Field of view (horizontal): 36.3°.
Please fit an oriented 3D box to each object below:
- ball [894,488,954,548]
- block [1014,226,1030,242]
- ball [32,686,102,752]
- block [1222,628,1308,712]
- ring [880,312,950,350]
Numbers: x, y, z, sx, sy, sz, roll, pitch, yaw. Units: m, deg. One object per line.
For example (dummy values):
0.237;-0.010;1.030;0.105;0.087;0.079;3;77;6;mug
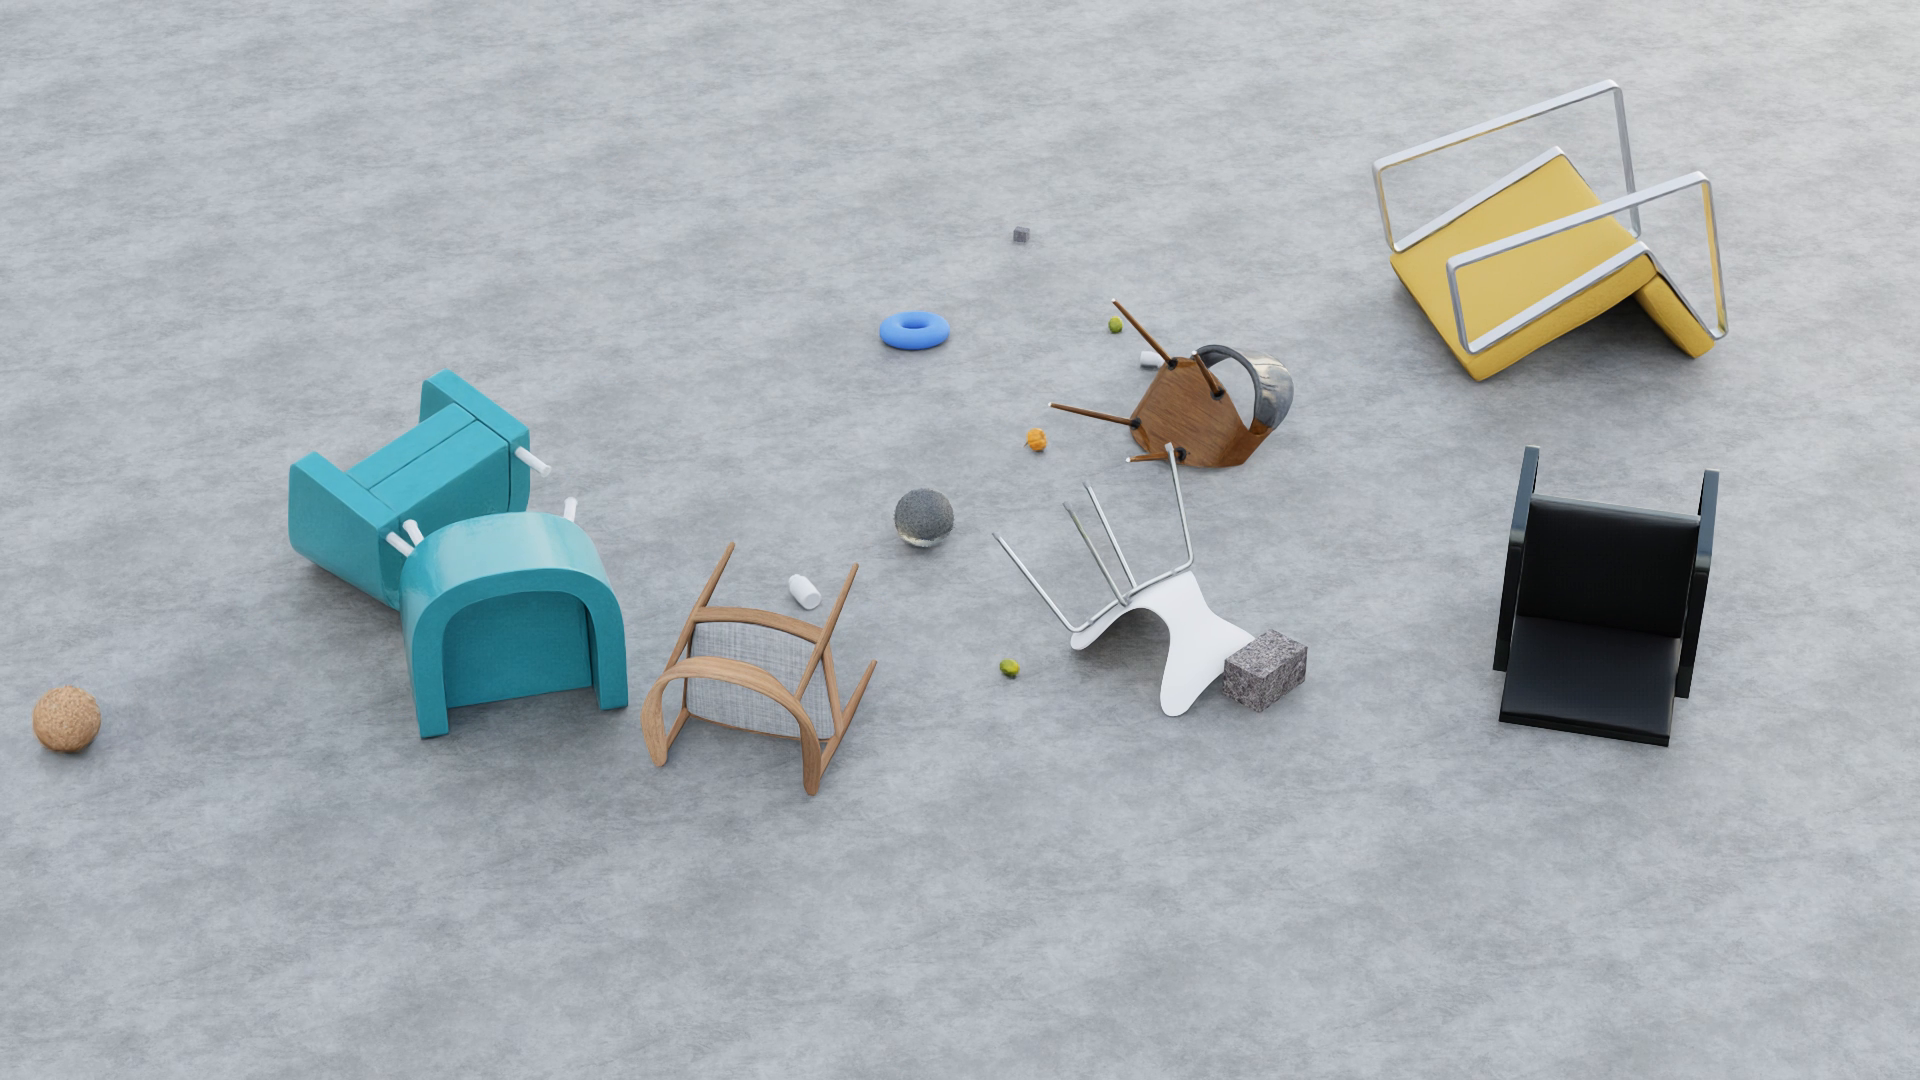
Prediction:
-0.133;-0.083;10.868;0.223;0.223;0.223;0;33;0;ball
0.272;-1.348;12.944;0.059;0.052;0.043;13;36;19;block
-2.995;0.601;9.830;0.223;0.223;0.223;0;33;0;ball
1.054;0.451;10.128;0.162;0.146;0.255;27;42;35;block
-0.189;-0.872;12.188;0.297;0.090;0.225;-4;34;-7;ring
